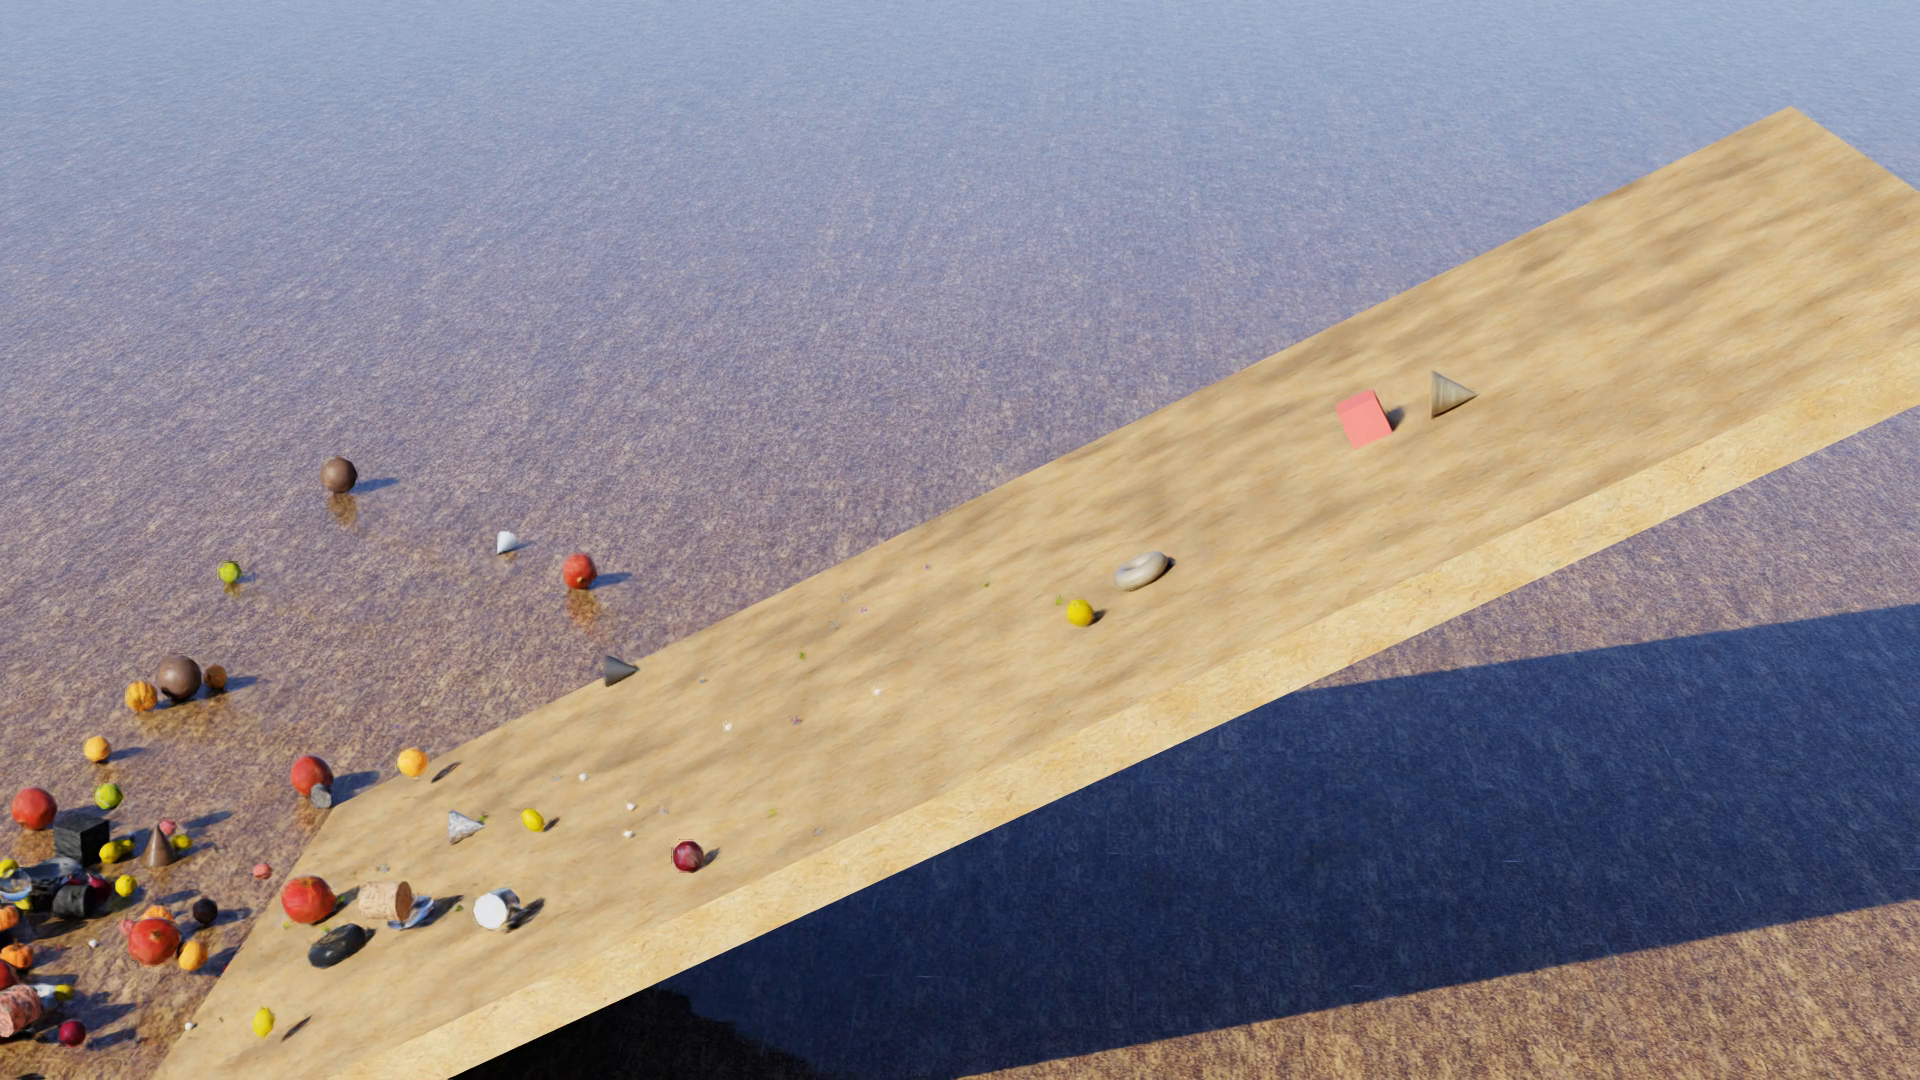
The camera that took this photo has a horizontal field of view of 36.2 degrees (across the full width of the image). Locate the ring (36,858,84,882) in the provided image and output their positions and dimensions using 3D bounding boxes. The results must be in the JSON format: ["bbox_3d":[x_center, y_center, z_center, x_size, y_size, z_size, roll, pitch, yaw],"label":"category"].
[{"bbox_3d":[-2.251,0.828,7.341,0.126,0.042,0.126,0,15,0],"label":"ring"}]

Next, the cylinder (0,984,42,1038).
[{"bbox_3d":[-2.069,1.028,6.431,0.085,0.085,0.085,9,25,28],"label":"cylinder"}]

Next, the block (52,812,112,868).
[{"bbox_3d":[-2.227,0.762,7.462,0.097,0.097,0.097,10,19,29],"label":"block"}]

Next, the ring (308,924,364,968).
[{"bbox_3d":[-1.333,0.868,6.288,0.131,0.044,0.131,-26,15,7],"label":"ring"}]

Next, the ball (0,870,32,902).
[{"bbox_3d":[-2.262,0.827,7.041,0.078,0.078,0.078,0,17,0],"label":"ball"}]

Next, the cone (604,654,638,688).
[{"bbox_3d":[-0.838,0.324,7.315,0.083,0.083,0.083,-1,17,-2],"label":"cone"}]

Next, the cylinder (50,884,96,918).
[{"bbox_3d":[-2.147,0.875,7.120,0.080,0.080,0.080,1,17,4],"label":"cylinder"}]

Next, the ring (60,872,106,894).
[{"bbox_3d":[-2.168,0.852,7.270,0.112,0.037,0.112,1,17,0],"label":"ring"}]

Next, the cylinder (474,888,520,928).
[{"bbox_3d":[-0.919,0.731,5.842,0.069,0.069,0.069,4,5,14],"label":"cylinder"}]

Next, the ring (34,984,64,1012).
[{"bbox_3d":[-2.085,1.039,6.653,0.112,0.037,0.112,0,15,0],"label":"ring"}]

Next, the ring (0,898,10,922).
[{"bbox_3d":[-2.362,0.899,7.108,0.126,0.042,0.126,1,16,0],"label":"ring"}]

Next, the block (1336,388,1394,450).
[{"bbox_3d":[0.832,-0.249,6.062,0.085,0.085,0.085,-26,14,10],"label":"block"}]

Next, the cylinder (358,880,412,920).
[{"bbox_3d":[-1.196,0.751,6.128,0.082,0.082,0.082,-1,16,15],"label":"cylinder"}]

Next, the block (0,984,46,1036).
[{"bbox_3d":[-2.098,1.043,6.534,0.079,0.079,0.079,0,18,36],"label":"block"}]

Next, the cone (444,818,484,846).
[{"bbox_3d":[-1.114,0.651,6.670,0.078,0.078,0.078,-29,22,-7],"label":"cone"}]

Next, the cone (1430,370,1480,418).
[{"bbox_3d":[1.008,-0.295,5.977,0.097,0.097,0.097,1,17,7],"label":"cone"}]

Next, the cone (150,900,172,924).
[{"bbox_3d":[-1.932,0.892,7.109,0.053,0.053,0.053,0,17,0],"label":"cone"}]

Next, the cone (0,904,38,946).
[{"bbox_3d":[-2.248,0.905,7.000,0.092,0.092,0.092,0,17,0],"label":"cone"}]

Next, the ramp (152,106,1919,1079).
[{"bbox_3d":[0.140,0.168,6.281,4.000,0.100,2.000,-26,14,10],"label":"ramp"}]

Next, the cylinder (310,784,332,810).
[{"bbox_3d":[-1.696,0.681,7.806,0.054,0.054,0.054,-4,17,-12],"label":"cylinder"}]

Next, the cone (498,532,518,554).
[{"bbox_3d":[-1.555,0.024,10.006,0.078,0.078,0.078,7,45,23],"label":"cone"}]

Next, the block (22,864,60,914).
[{"bbox_3d":[-2.241,0.852,7.183,0.087,0.087,0.087,-5,18,-17],"label":"block"}]

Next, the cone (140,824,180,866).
[{"bbox_3d":[-2.032,0.764,7.455,0.098,0.098,0.098,0,17,0],"label":"cone"}]

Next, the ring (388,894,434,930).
[{"bbox_3d":[-1.170,0.793,6.259,0.108,0.036,0.108,-27,12,6],"label":"ring"}]

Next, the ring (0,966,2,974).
[{"bbox_3d":[-2.281,0.998,6.768,0.148,0.049,0.148,-1,16,0],"label":"ring"}]

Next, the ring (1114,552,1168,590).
[{"bbox_3d":[0.364,0.063,5.933,0.120,0.040,0.120,-27,12,6],"label":"ring"}]
